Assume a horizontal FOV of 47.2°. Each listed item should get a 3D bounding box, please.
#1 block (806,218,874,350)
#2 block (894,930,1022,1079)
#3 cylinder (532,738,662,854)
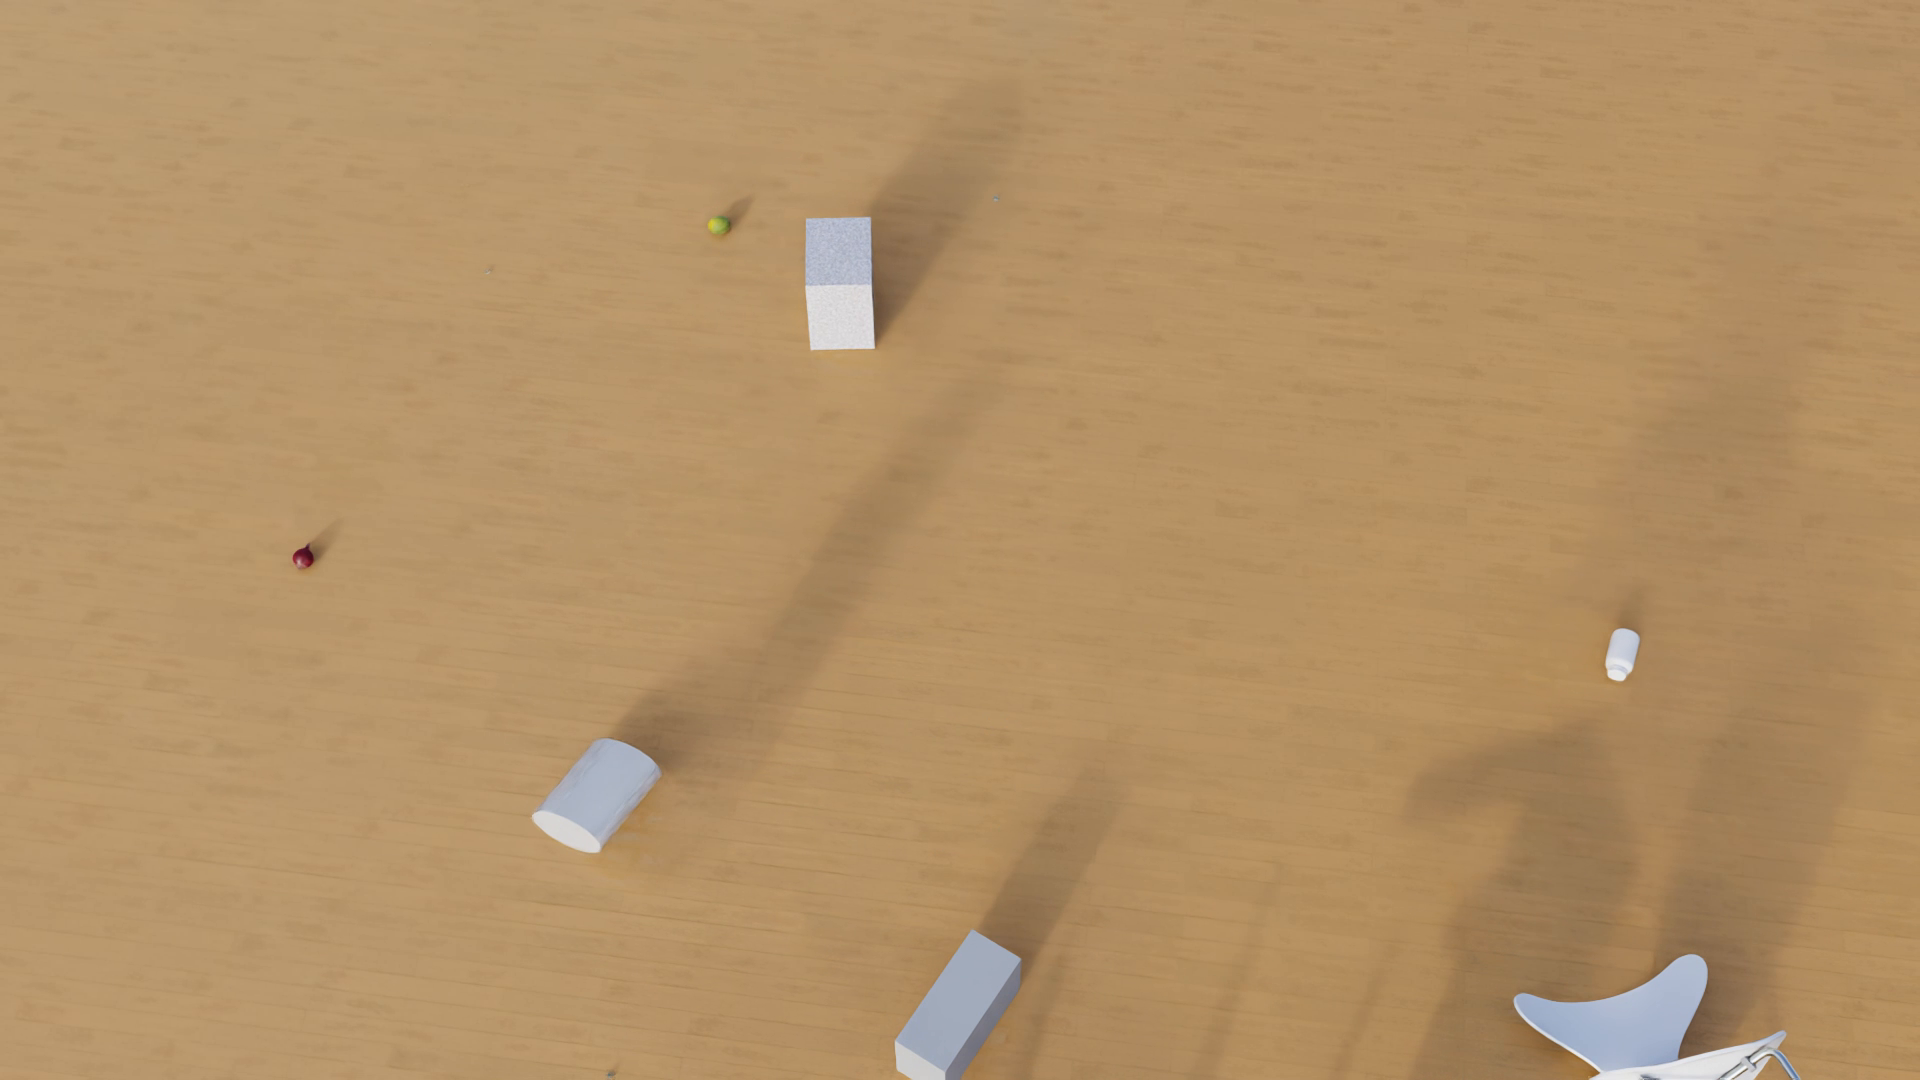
[{"bbox_3d":[-0.376,-0.806,6.927,0.202,0.311,0.275,-1,56,-1],"label":"block"},{"bbox_3d":[-0.003,1.216,5.636,0.150,0.202,0.357,28,61,18],"label":"block"},{"bbox_3d":[-0.986,0.694,5.975,0.295,0.163,0.265,1,45,49],"label":"cylinder"}]
